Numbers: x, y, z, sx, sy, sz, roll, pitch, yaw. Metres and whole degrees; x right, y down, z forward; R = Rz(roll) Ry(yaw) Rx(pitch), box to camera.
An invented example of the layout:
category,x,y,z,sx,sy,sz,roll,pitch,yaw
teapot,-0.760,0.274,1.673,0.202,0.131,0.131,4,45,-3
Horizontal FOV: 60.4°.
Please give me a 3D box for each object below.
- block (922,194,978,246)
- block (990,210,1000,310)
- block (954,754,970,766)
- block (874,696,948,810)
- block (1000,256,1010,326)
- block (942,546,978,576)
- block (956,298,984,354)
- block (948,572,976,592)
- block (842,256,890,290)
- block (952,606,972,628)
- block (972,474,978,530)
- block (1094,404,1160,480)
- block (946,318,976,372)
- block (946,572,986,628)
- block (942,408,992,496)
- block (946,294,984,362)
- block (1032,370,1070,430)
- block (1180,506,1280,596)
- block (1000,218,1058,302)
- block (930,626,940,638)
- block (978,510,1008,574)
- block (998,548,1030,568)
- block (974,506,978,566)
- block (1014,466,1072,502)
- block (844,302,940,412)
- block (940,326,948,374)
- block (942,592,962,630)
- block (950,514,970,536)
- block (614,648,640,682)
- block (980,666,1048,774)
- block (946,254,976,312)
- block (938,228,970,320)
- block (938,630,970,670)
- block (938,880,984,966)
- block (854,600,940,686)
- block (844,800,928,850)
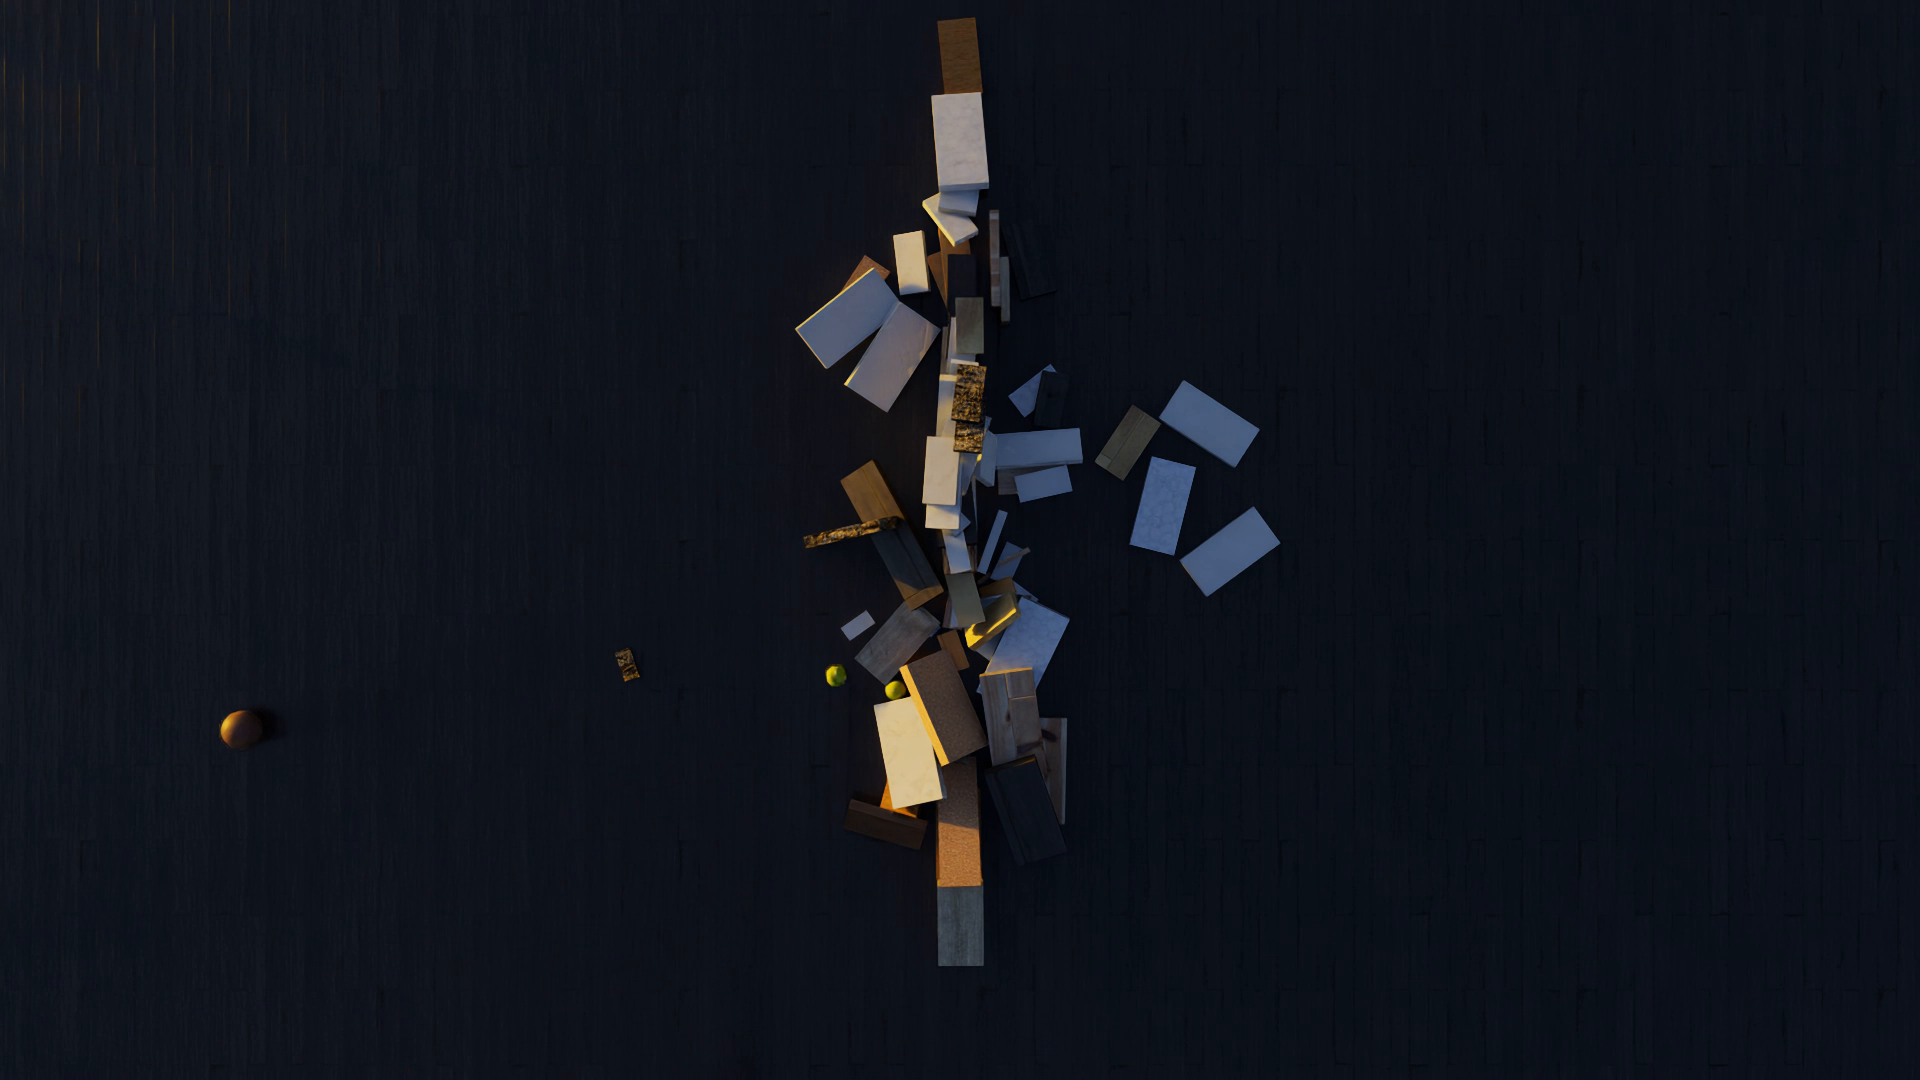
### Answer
category,x,y,z,sx,sy,sz,roll,pitch,yaw
block,-0.031,-1.064,5.444,0.095,0.027,0.190,-30,71,-16
block,0.115,-0.923,5.448,0.030,0.105,0.315,-1,90,0
block,0.011,0.669,5.462,0.071,0.020,0.141,17,66,0
block,-0.163,0.695,5.420,0.173,0.049,0.347,-15,78,15
block,0.147,-0.822,5.448,0.030,0.105,0.210,-1,90,0
block,-0.007,0.002,5.381,0.108,0.031,0.217,-6,79,1
block,0.031,-0.687,5.284,0.089,0.025,0.177,-1,93,-1
block,0.006,0.152,5.455,0.090,0.026,0.180,0,112,0
block,-0.329,-0.835,5.486,0.100,0.028,0.200,34,90,0
block,0.006,0.219,5.420,0.067,0.019,0.134,2,90,-4
block,-0.001,-0.137,5.457,0.108,0.031,0.217,-3,105,0
block,0.557,-0.323,5.484,0.114,0.032,0.229,34,90,0
block,0.008,-0.624,5.312,0.089,0.025,0.177,5,92,-1
block,0.018,0.189,5.392,0.090,0.026,0.180,-15,89,4
block,-0.003,-0.290,5.310,0.132,0.037,0.264,21,106,6
block,0.015,-0.686,5.339,0.105,0.030,0.210,5,91,-1
block,0.300,-0.465,5.464,0.090,0.026,0.181,9,100,-11
block,0.895,0.038,5.479,0.301,0.043,0.150,-36,90,0
block,0.230,-0.932,5.482,0.126,0.036,0.251,-16,90,0
block,-0.112,0.274,5.493,0.047,0.013,0.094,-45,90,0
block,0.106,0.007,5.446,0.030,0.107,0.214,20,90,0
block,0.177,0.058,5.452,0.116,0.058,0.016,-28,90,0
block,0.000,-0.023,5.456,0.108,0.031,0.217,-3,106,0
block,0.276,-0.186,5.455,0.176,0.025,0.088,-13,90,0
block,-0.223,-0.605,5.451,0.163,0.046,0.327,33,91,-18
block,-0.005,-0.575,5.372,0.114,0.032,0.229,3,91,-2
block,-0.014,0.230,5.462,0.067,0.019,0.134,10,111,-4
block,-0.035,-0.081,5.316,0.067,0.019,0.133,-42,80,-7
block,-1.107,0.414,5.493,0.052,0.015,0.103,-19,90,0
block,0.175,0.603,5.410,0.175,0.049,0.349,-8,95,3
block,0.006,-0.843,5.428,0.095,0.027,0.190,1,87,-6
block,-0.005,-0.864,5.455,0.095,0.027,0.346,-6,88,-7
block,-0.022,0.370,5.491,0.067,0.019,0.134,-20,90,0
block,0.002,1.257,5.417,0.149,0.042,0.299,0,108,0
block,-0.206,0.332,5.467,0.139,0.039,0.277,41,90,0
block,-0.246,0.939,5.438,0.263,0.131,0.037,16,49,0
